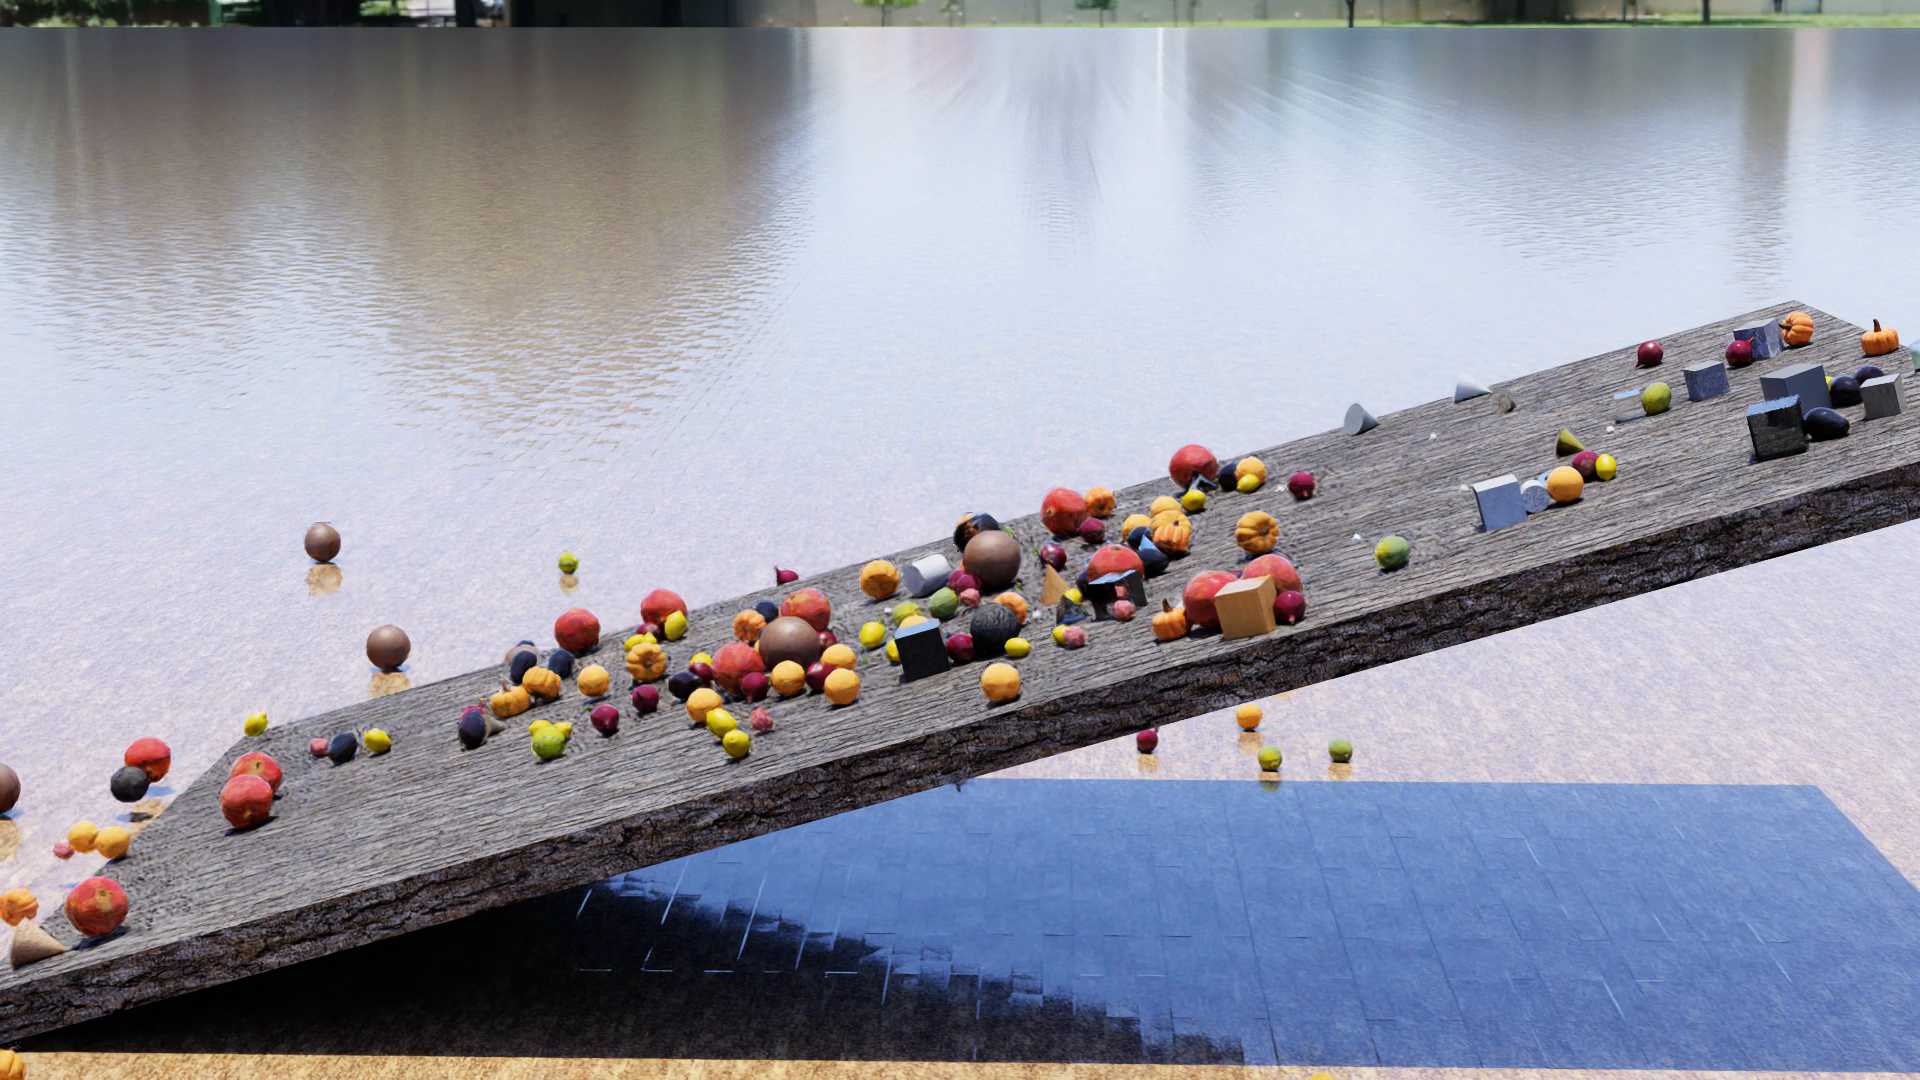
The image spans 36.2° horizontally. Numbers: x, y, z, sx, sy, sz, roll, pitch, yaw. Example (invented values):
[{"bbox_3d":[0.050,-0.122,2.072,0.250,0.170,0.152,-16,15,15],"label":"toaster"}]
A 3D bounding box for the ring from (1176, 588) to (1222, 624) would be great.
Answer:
[{"bbox_3d":[0.468,0.126,5.627,0.116,0.039,0.116,-19,12,4],"label":"ring"}]

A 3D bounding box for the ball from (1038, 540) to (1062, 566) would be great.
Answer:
[{"bbox_3d":[0.201,0.028,6.564,0.056,0.056,0.056,0,11,0],"label":"ball"}]

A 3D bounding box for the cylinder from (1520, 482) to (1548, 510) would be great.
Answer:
[{"bbox_3d":[1.111,-0.084,5.693,0.054,0.054,0.054,2,1,10],"label":"cylinder"}]

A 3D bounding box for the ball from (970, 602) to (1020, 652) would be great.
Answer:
[{"bbox_3d":[0.069,0.174,5.836,0.099,0.099,0.099,0,11,0],"label":"ball"}]

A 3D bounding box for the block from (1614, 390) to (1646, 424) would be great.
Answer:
[{"bbox_3d":[1.433,-0.286,6.294,0.053,0.053,0.053,-14,10,13],"label":"block"}]

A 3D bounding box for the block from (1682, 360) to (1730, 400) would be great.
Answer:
[{"bbox_3d":[1.598,-0.342,6.294,0.066,0.066,0.066,-18,10,-7],"label":"block"}]

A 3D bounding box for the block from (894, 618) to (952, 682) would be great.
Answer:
[{"bbox_3d":[-0.073,0.219,5.849,0.091,0.091,0.091,-16,10,4],"label":"block"}]

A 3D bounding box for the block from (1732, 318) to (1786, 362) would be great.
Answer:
[{"bbox_3d":[1.779,-0.445,6.549,0.074,0.074,0.074,-7,13,43],"label":"block"}]

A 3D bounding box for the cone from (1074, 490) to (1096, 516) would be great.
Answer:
[{"bbox_3d":[0.295,-0.095,7.097,0.059,0.059,0.059,-16,10,3],"label":"cone"}]

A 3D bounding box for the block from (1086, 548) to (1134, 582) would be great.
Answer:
[{"bbox_3d":[0.318,0.059,6.169,0.066,0.066,0.066,-22,11,-29],"label":"block"}]

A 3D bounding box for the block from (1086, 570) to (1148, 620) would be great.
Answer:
[{"bbox_3d":[0.314,0.110,5.863,0.075,0.075,0.075,-25,13,-41],"label":"block"}]

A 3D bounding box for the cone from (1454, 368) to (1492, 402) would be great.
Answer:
[{"bbox_3d":[1.244,-0.364,7.094,0.083,0.083,0.083,15,15,16],"label":"cone"}]

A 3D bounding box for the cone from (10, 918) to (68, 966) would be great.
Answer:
[{"bbox_3d":[-1.755,0.779,5.638,0.095,0.095,0.095,11,11,0],"label":"cone"}]

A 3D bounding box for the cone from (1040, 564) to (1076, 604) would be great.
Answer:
[{"bbox_3d":[0.196,0.086,6.183,0.079,0.079,0.079,-16,10,3],"label":"cone"}]

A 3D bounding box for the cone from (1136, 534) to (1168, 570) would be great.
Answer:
[{"bbox_3d":[0.398,0.019,6.242,0.071,0.071,0.071,-16,10,3],"label":"cone"}]

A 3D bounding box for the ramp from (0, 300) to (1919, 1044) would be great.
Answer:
[{"bbox_3d":[0.089,0.188,6.322,4.000,0.100,2.000,-16,10,5],"label":"ramp"}]

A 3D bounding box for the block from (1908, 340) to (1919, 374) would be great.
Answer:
[{"bbox_3d":[1.953,-0.374,5.903,0.061,0.061,0.061,-24,13,-39],"label":"block"}]

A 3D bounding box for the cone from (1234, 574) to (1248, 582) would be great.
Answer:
[{"bbox_3d":[0.559,0.107,5.598,0.073,0.073,0.073,15,15,17],"label":"cone"}]

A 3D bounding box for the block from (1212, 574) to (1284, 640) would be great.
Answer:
[{"bbox_3d":[0.529,0.124,5.390,0.087,0.087,0.087,-11,11,27],"label":"block"}]

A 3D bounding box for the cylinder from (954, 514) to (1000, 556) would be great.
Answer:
[{"bbox_3d":[0.041,-0.014,6.993,0.081,0.081,0.081,6,19,27],"label":"cylinder"}]

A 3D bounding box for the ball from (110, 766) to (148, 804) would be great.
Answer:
[{"bbox_3d":[-1.990,0.586,7.047,0.090,0.090,0.090,0,11,0],"label":"ball"}]

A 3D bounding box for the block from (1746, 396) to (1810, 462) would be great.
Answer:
[{"bbox_3d":[1.547,-0.210,5.563,0.092,0.092,0.092,-13,10,21],"label":"block"}]

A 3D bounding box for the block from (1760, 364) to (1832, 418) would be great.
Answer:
[{"bbox_3d":[1.662,-0.293,5.847,0.089,0.089,0.089,-19,10,-15],"label":"block"}]

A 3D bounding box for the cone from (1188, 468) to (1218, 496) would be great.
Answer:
[{"bbox_3d":[0.577,-0.127,6.888,0.067,0.067,0.067,14,8,-12],"label":"cone"}]

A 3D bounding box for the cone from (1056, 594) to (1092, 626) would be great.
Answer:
[{"bbox_3d":[0.234,0.147,5.923,0.065,0.065,0.065,9,9,-12],"label":"cone"}]

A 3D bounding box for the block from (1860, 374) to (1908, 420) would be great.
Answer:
[{"bbox_3d":[1.770,-0.275,5.635,0.065,0.065,0.065,-11,11,31],"label":"block"}]

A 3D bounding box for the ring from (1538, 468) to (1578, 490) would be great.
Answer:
[{"bbox_3d":[1.191,-0.123,5.857,0.083,0.028,0.083,-15,10,3],"label":"ring"}]

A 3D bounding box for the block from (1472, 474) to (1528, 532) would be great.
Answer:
[{"bbox_3d":[1.040,-0.072,5.665,0.080,0.080,0.080,-15,10,6],"label":"block"}]

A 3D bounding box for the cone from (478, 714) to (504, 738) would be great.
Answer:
[{"bbox_3d":[-1.032,0.415,6.533,0.056,0.056,0.056,10,2,-38],"label":"cone"}]

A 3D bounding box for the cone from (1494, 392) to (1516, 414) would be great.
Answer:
[{"bbox_3d":[1.273,-0.314,6.806,0.050,0.050,0.050,11,1,-40],"label":"cone"}]
